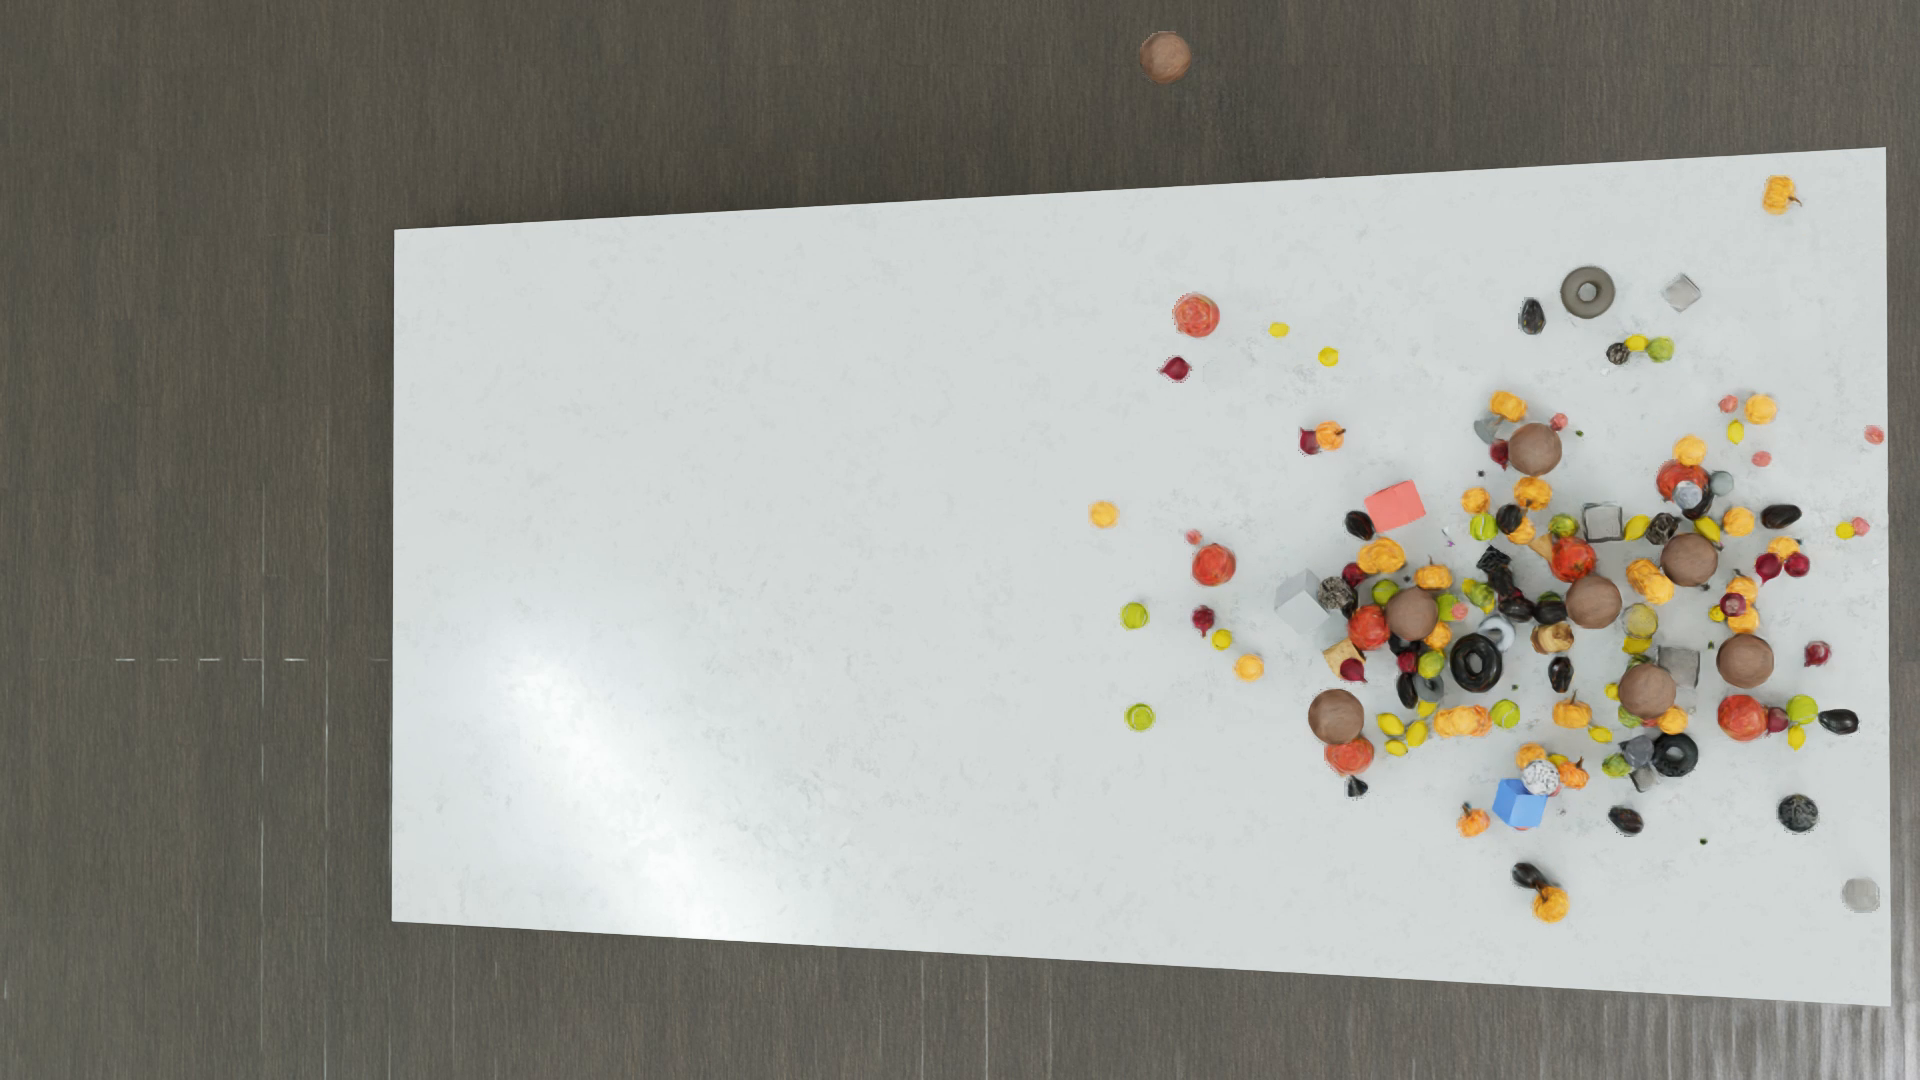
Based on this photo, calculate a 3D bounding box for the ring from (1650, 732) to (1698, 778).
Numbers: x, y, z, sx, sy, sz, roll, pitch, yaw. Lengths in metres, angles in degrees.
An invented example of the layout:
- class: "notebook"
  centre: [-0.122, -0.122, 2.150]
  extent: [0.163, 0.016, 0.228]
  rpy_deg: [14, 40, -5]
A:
- class: "ring"
  centre: [1.704, 0.512, 5.245]
  extent: [0.111, 0.037, 0.111]
  rpy_deg: [0, 88, 14]

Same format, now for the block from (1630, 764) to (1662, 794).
- class: "block"
  centre: [1.637, 0.568, 5.249]
  extent: [0.052, 0.052, 0.052]
  rpy_deg: [-31, 76, 25]

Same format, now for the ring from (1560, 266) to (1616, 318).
- class: "ring"
  centre: [1.519, -0.599, 5.319]
  extent: [0.129, 0.043, 0.129]
  rpy_deg: [-1, 88, 18]

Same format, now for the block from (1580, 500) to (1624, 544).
- class: "block"
  centre: [1.538, -0.043, 5.267]
  extent: [0.082, 0.082, 0.082]
  rpy_deg: [-6, 99, 9]

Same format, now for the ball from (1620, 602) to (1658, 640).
- class: "ball"
  centre: [1.597, 0.191, 5.165]
  extent: [0.086, 0.086, 0.086]
  rpy_deg: [0, 89, 0]

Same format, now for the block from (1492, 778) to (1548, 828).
- class: "block"
  centre: [1.347, 0.633, 5.292]
  extent: [0.084, 0.084, 0.084]
  rpy_deg: [4, 109, -16]

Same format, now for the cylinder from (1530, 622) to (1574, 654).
- class: "cylinder"
  centre: [1.425, 0.237, 5.293]
  extent: [0.070, 0.070, 0.070]
  rpy_deg: [7, 77, -32]

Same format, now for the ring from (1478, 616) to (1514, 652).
- class: "ring"
  centre: [1.311, 0.230, 5.375]
  extent: [0.094, 0.031, 0.094]
  rpy_deg: [-5, 82, 33]

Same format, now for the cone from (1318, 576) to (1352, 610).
- class: "cone"
  centre: [0.927, 0.142, 5.438]
  extent: [0.083, 0.083, 0.083]
  rpy_deg: [-3, 73, 11]

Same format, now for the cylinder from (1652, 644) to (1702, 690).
- class: "cylinder"
  centre: [1.700, 0.302, 5.215]
  extent: [0.093, 0.093, 0.093]
  rpy_deg: [14, 89, 21]

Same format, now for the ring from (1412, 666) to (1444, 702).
- class: "ring"
  centre: [1.153, 0.355, 5.406]
  extent: [0.094, 0.031, 0.094]
  rpy_deg: [16, 59, -28]

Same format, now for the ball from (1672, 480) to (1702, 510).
- class: "ball"
  centre: [1.684, -0.104, 5.092]
  extent: [0.067, 0.067, 0.067]
  rpy_deg: [0, 89, 0]

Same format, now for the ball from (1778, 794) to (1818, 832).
- class: "ball"
  centre: [1.956, 0.637, 5.133]
  extent: [0.090, 0.090, 0.090]
  rpy_deg: [0, 89, 0]

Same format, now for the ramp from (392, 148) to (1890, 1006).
- class: "ramp"
  centre: [0.276, 0.092, 5.790]
  extent: [4.000, 0.100, 2.000]
  rpy_deg: [0, 89, 18]

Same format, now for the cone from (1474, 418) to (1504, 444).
- class: "cone"
  centre: [1.307, -0.281, 5.390]
  extent: [0.067, 0.067, 0.067]
  rpy_deg: [-31, 89, -12]

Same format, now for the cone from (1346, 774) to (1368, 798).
- class: "cone"
  centre: [0.974, 0.597, 5.441]
  extent: [0.059, 0.059, 0.059]
  rpy_deg: [-33, 131, 0]

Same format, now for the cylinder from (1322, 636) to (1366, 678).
- class: "cylinder"
  centre: [0.957, 0.292, 5.471]
  extent: [0.079, 0.079, 0.079]
  rpy_deg: [-33, 89, 15]

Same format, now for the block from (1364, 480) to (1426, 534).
- class: "block"
  centre: [1.069, -0.082, 5.404]
  extent: [0.094, 0.094, 0.094]
  rpy_deg: [-22, 90, 42]

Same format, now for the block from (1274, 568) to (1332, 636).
- class: "block"
  centre: [0.854, 0.154, 5.464]
  extent: [0.100, 0.100, 0.100]
  rpy_deg: [43, 122, -16]

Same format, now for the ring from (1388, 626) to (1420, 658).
- class: "ring"
  centre: [1.103, 0.255, 5.451]
  extent: [0.079, 0.026, 0.079]
  rpy_deg: [-1, 88, 18]

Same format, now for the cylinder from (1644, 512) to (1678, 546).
- class: "cylinder"
  centre: [1.671, -0.026, 5.238]
  extent: [0.057, 0.057, 0.057]
  rpy_deg: [48, 53, 1]

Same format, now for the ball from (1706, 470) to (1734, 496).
- class: "ball"
  centre: [1.801, -0.135, 5.206]
  extent: [0.062, 0.062, 0.062]
  rpy_deg: [0, 89, 0]

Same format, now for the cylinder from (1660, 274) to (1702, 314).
- class: "cylinder"
  centre: [1.718, -0.585, 5.238]
  extent: [0.070, 0.070, 0.070]
  rpy_deg: [-43, 89, 14]

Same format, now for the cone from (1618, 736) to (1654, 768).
- class: "cone"
  centre: [1.600, 0.496, 5.261]
  extent: [0.081, 0.081, 0.081]
  rpy_deg: [-4, 101, -19]

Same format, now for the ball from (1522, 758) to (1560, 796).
- class: "ball"
  centre: [1.379, 0.563, 5.219]
  extent: [0.088, 0.088, 0.088]
  rpy_deg: [0, 89, 0]

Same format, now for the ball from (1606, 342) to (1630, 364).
- class: "ball"
  centre: [1.582, -0.448, 5.288]
  extent: [0.052, 0.052, 0.052]
  rpy_deg: [0, 89, 0]

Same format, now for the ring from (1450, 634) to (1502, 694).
- class: "ring"
  centre: [1.258, 0.301, 5.363]
  extent: [0.049, 0.146, 0.146]
  rpy_deg: [-5, 89, -40]

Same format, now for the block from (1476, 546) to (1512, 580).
- class: "block"
  centre: [1.303, 0.056, 5.368]
  extent: [0.060, 0.060, 0.060]
  rpy_deg: [34, 95, 16]

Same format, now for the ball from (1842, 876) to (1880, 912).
- class: "ball"
  centre: [2.087, 0.819, 5.092]
  extent: [0.081, 0.081, 0.081]
  rpy_deg: [0, 89, 0]
